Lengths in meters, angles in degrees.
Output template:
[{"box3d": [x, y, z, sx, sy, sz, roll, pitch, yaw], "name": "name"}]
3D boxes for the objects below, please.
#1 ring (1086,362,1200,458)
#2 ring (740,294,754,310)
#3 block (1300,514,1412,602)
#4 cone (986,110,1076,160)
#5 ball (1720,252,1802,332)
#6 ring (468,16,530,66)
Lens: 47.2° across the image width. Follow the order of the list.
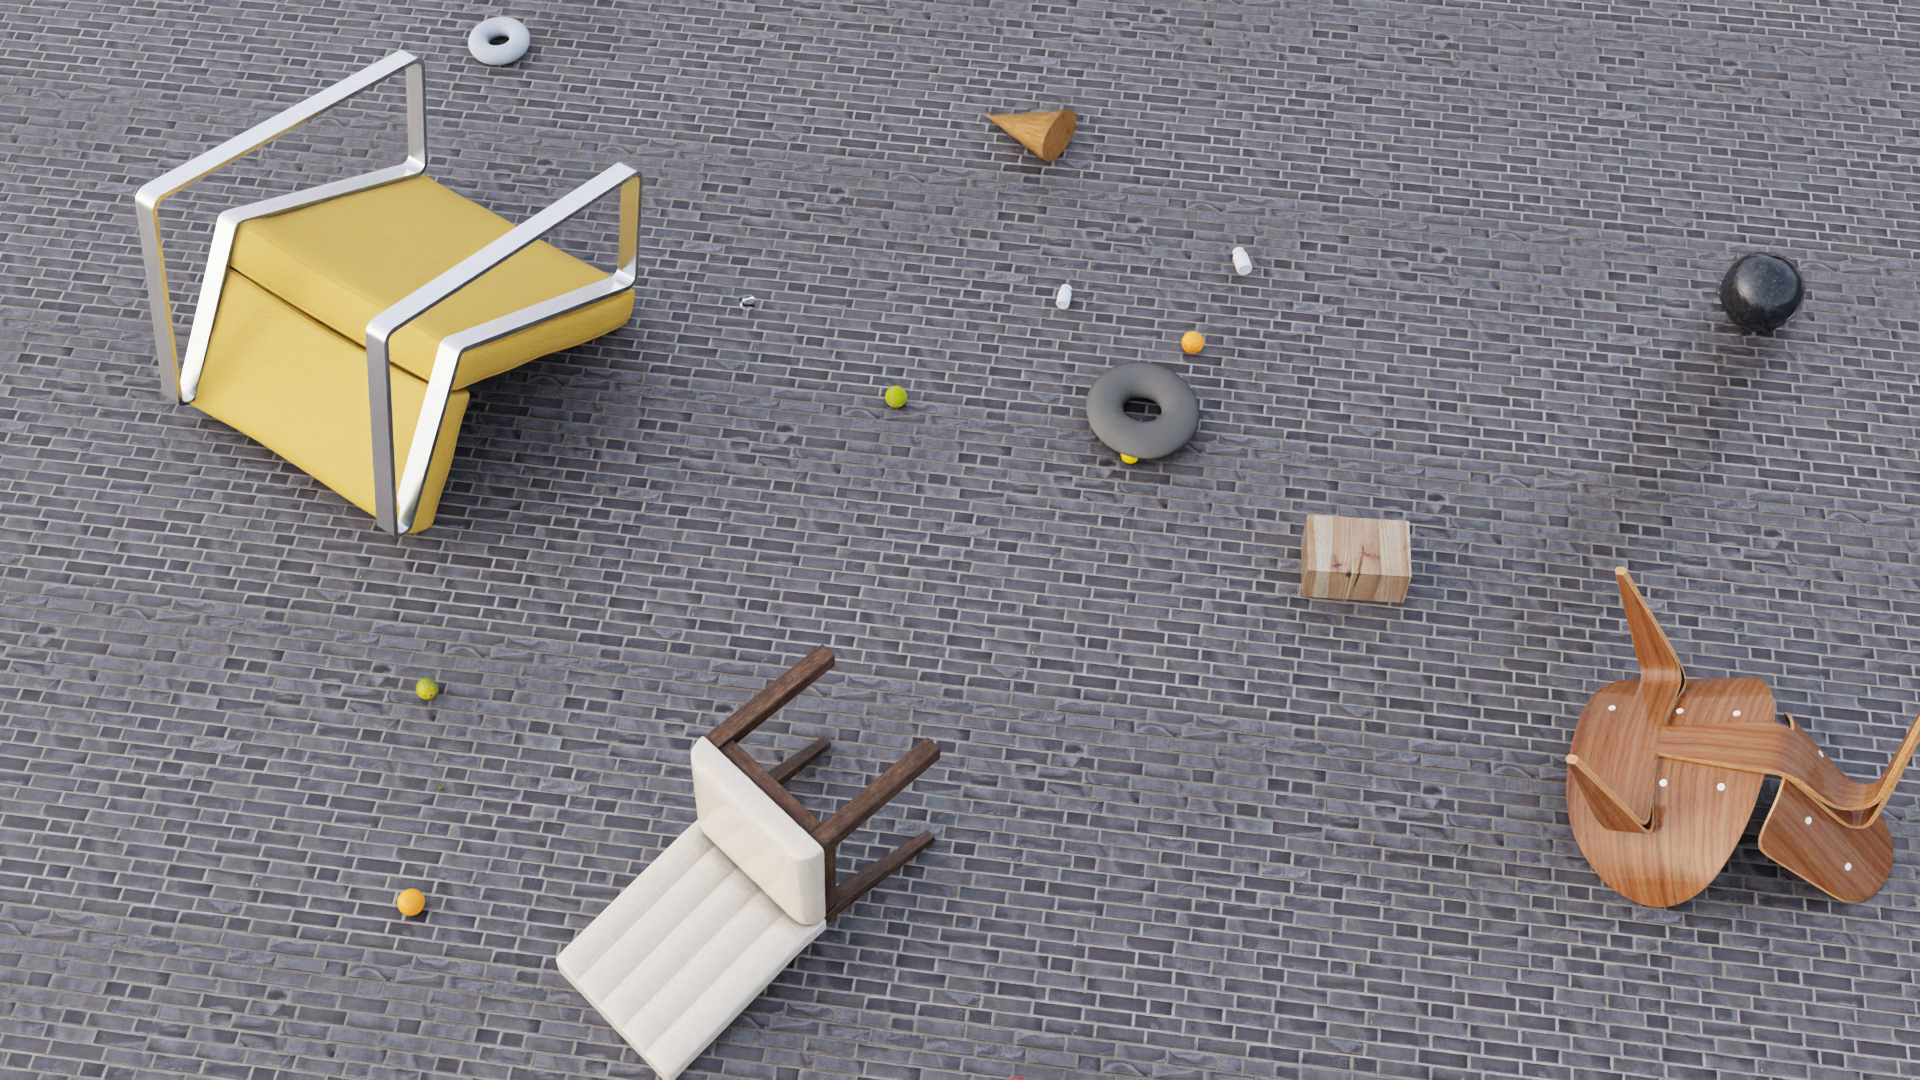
[{"box3d": [0.563, -0.402, 6.776, 0.343, 0.097, 0.381, -19, 53, -12], "name": "ring"}, {"box3d": [-0.683, -0.764, 7.056, 0.039, 0.055, 0.049, -8, 71, -21], "name": "ring"}, {"box3d": [1.160, 0.055, 6.452, 0.298, 0.141, 0.195, 4, 56, 2], "name": "block"}, {"box3d": [0.209, -1.411, 7.479, 0.308, 0.142, 0.214, 21, 58, 29], "name": "cone"}, {"box3d": [2.532, -0.782, 6.950, 0.248, 0.248, 0.248, 0, 56, 0], "name": "ball"}, {"box3d": [-1.615, -1.749, 7.709, 0.217, 0.066, 0.217, -22, 58, -13], "name": "ring"}]
